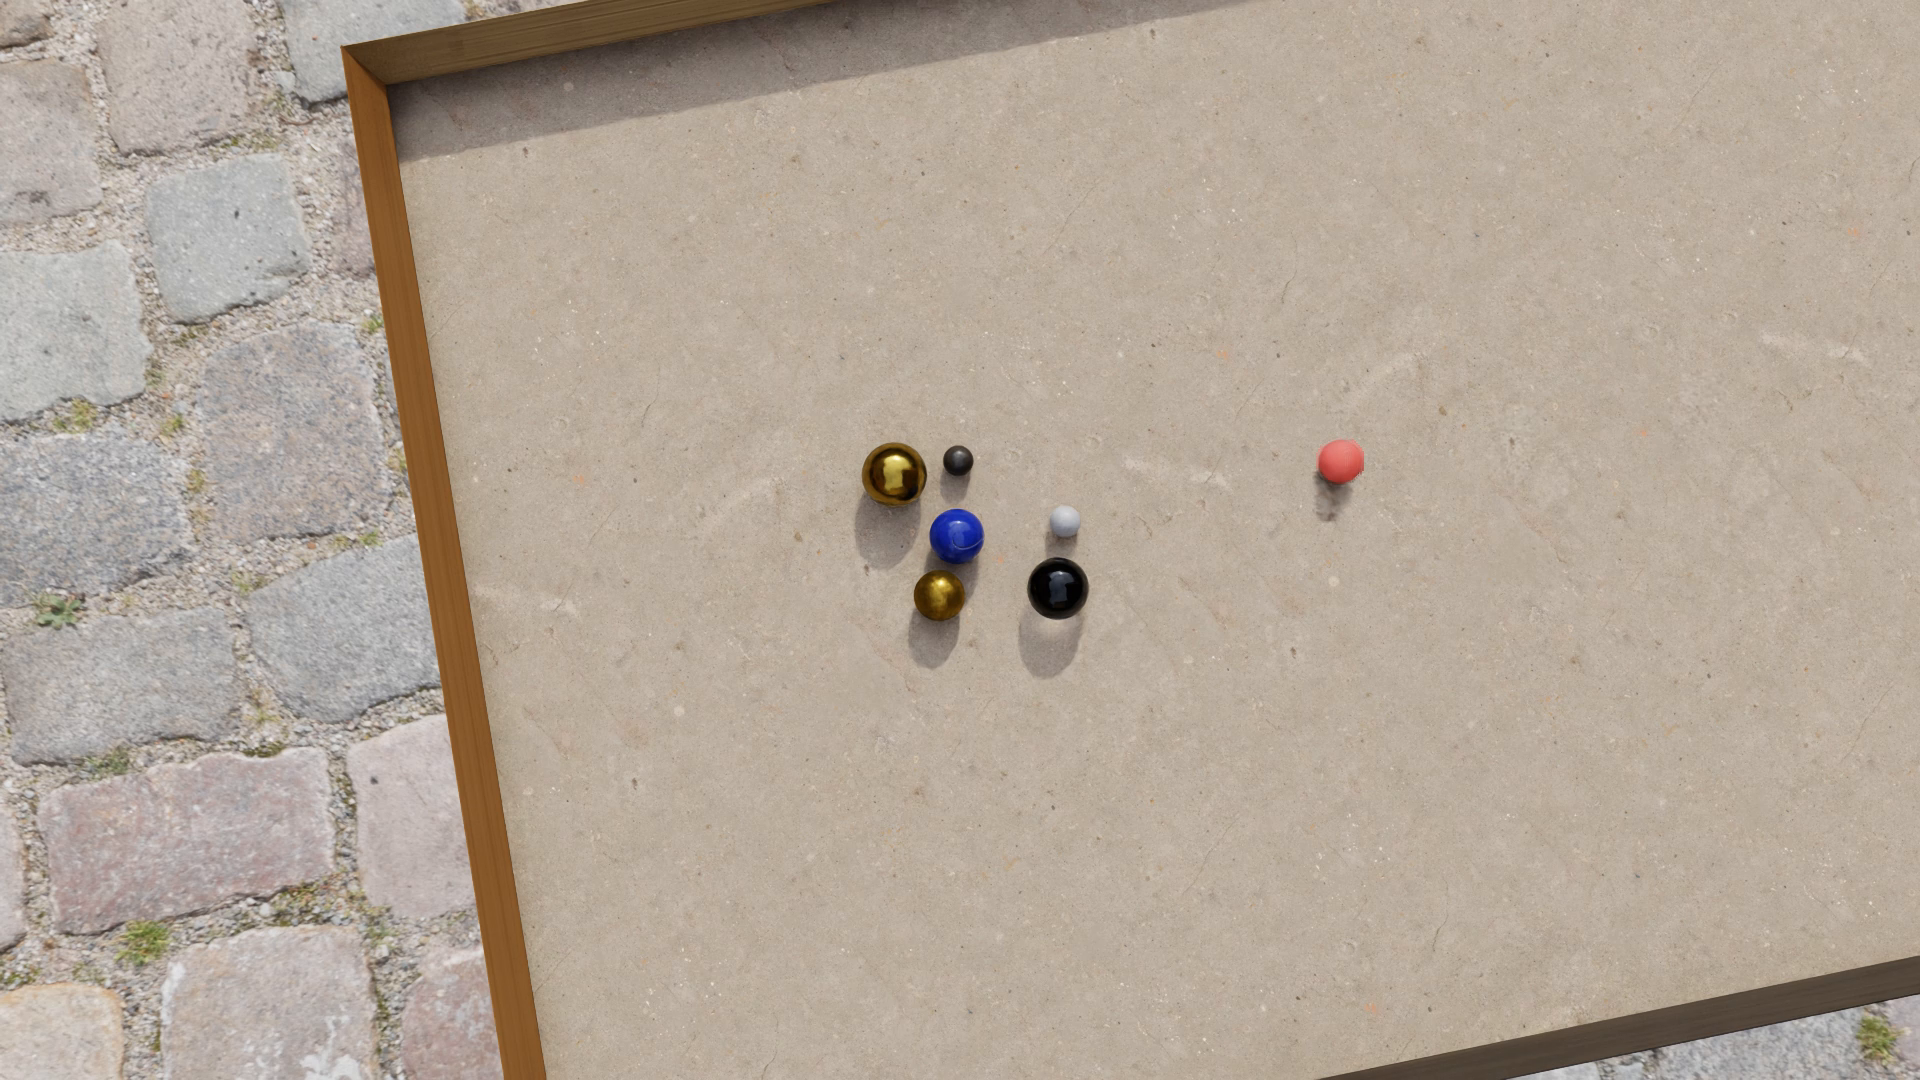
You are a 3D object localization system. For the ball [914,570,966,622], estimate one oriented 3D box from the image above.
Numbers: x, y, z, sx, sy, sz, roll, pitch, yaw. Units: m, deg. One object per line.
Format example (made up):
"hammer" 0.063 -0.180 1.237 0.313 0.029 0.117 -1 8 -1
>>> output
"ball" -0.031 0.082 3.267 0.077 0.077 0.077 0 80 0

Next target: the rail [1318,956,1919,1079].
"rail" 0.933 0.703 3.129 3.096 0.128 0.045 -11 80 -2

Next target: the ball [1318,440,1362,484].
"ball" 0.573 -0.118 3.308 0.066 0.066 0.066 0 80 0

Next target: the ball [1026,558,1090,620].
"ball" 0.145 0.072 3.260 0.093 0.093 0.093 0 80 0

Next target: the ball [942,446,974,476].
"ball" -0.003 -0.120 3.318 0.047 0.047 0.047 0 80 0

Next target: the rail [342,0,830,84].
"rail" 0.586 -1.011 3.434 3.096 0.128 0.045 -11 80 -2

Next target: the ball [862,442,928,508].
"ball" -0.098 -0.097 3.288 0.098 0.098 0.098 0 80 0

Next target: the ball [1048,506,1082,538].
"ball" 0.158 -0.028 3.301 0.048 0.048 0.048 0 80 0

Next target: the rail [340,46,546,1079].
"rail" -0.736 0.140 3.229 0.045 0.128 1.823 -11 80 -2

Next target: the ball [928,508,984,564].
"ball" -0.005 -0.005 3.279 0.084 0.084 0.084 0 80 0
